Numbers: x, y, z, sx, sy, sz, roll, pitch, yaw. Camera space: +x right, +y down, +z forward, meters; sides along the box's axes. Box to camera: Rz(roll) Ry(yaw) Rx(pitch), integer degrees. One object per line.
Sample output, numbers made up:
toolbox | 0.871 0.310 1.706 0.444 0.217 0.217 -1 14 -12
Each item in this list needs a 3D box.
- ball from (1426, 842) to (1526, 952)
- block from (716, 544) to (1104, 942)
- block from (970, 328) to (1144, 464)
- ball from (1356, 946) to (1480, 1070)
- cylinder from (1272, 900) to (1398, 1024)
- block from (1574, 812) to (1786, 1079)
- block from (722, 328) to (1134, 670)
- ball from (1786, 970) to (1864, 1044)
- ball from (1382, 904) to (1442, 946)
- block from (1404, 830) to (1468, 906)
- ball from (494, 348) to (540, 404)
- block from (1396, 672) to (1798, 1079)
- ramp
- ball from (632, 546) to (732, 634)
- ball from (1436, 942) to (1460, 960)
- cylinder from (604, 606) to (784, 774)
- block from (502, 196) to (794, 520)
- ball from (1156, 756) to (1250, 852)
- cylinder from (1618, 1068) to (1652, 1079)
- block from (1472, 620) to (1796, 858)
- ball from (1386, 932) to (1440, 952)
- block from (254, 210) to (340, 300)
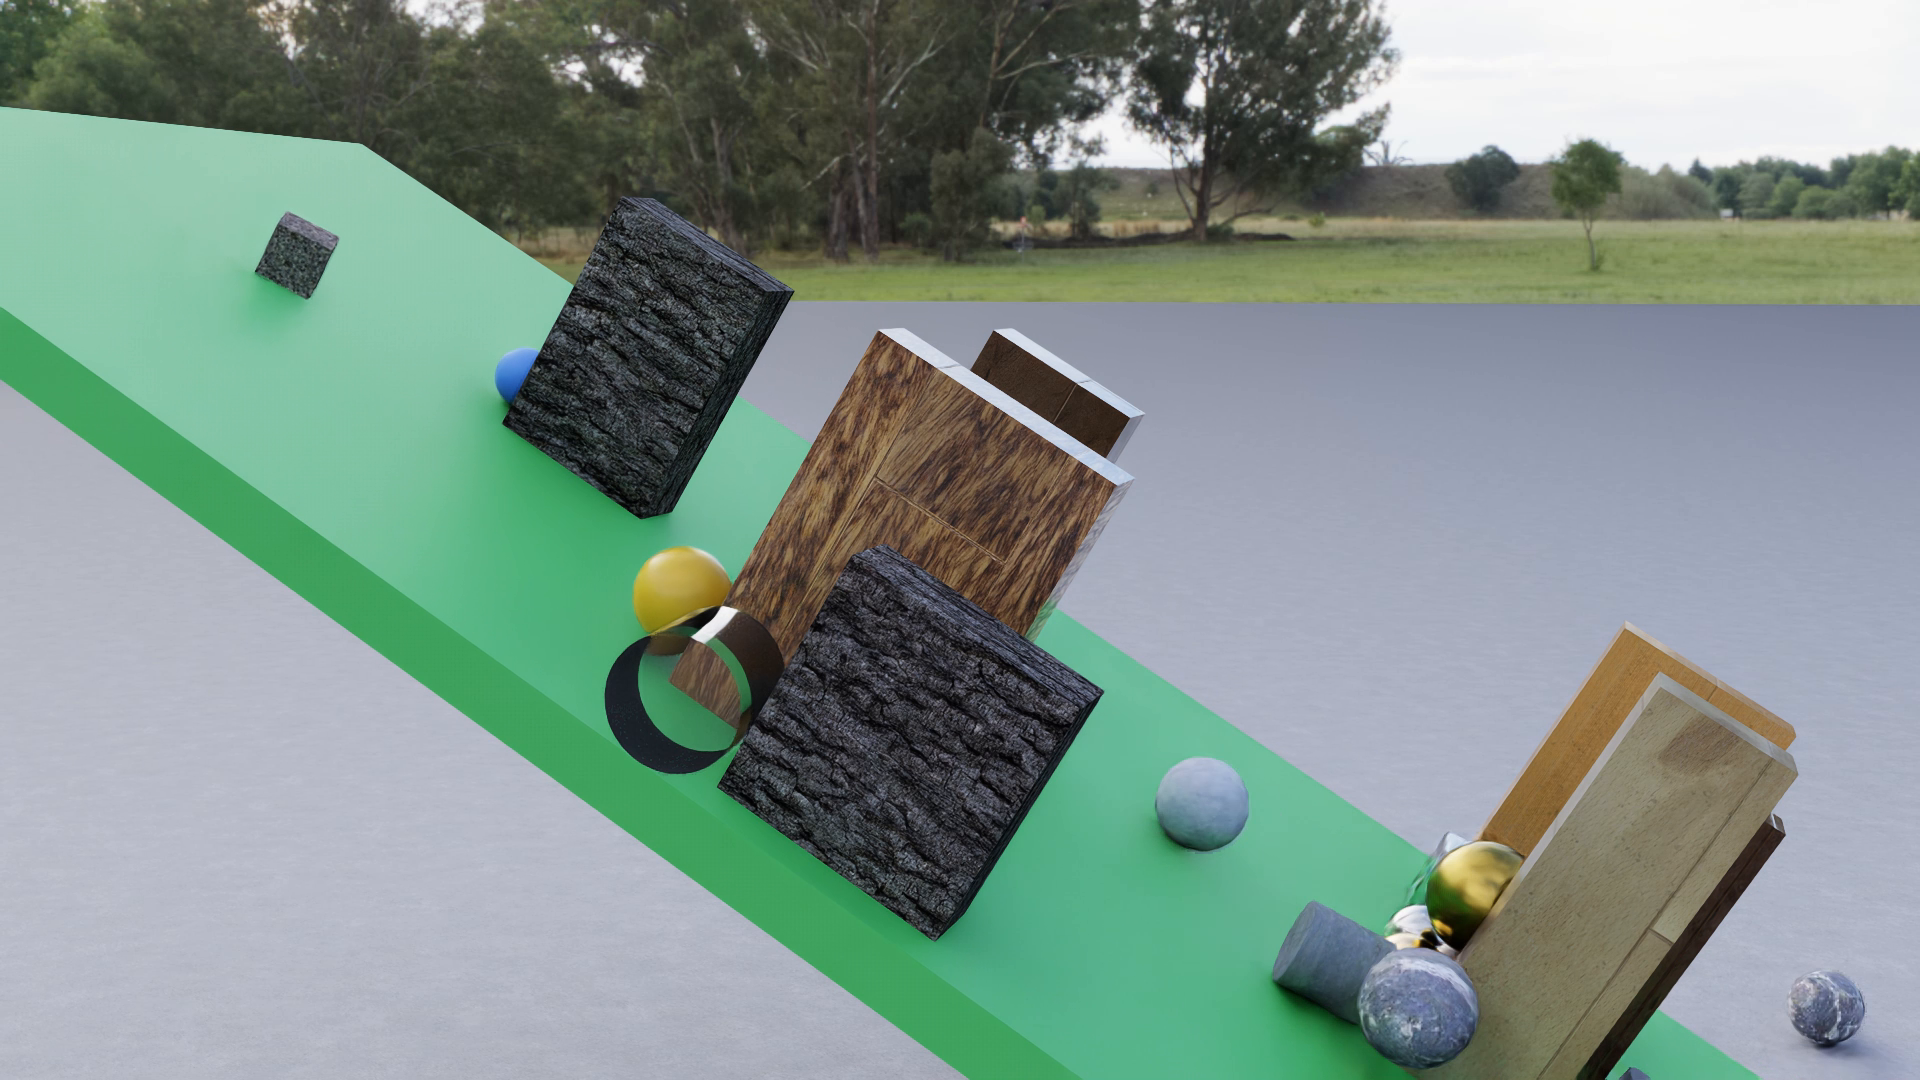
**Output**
ball | 0.917 0.629 3.839 0.205 0.205 0.205 0 7 0
block | -0.074 0.291 3.206 0.393 0.411 0.145 34 15 11
block | 0.093 -0.120 4.614 0.337 0.546 0.142 34 15 11
ball | 0.733 0.749 3.523 0.191 0.191 0.191 0 7 0
cylinder | 0.630 0.711 3.701 0.153 0.153 0.153 28 9 1
block | 1.187 0.682 3.994 0.290 0.612 0.120 34 15 11
block | -0.086 0.058 3.484 0.443 0.644 0.125 34 15 11
ball | 2.085 1.125 5.300 0.176 0.176 0.176 0 7 0
ball | 0.852 0.744 4.074 0.137 0.137 0.137 0 7 0
block | 1.011 0.711 4.463 0.152 0.152 0.152 33 15 8
ball | -0.843 -0.315 4.265 0.117 0.117 0.117 0 7 0
block | 1.036 0.611 3.616 0.246 0.772 0.143 34 15 11
ramp | -0.162 0.268 4.117 4.000 0.100 2.000 34 15 11
ball | -0.454 0.091 3.600 0.164 0.164 0.164 0 7 0
ball | 0.909 0.797 3.938 0.173 0.173 0.173 0 7 0
cylinder | -0.387 0.218 3.235 0.207 0.207 0.207 2 9 13
block | -0.585 -0.341 4.114 0.332 0.493 0.139 34 15 11
ball | 0.447 0.486 4.053 0.173 0.173 0.173 0 7 0
cylinder | 1.155 1.003 3.788 0.130 0.130 0.130 38 16 -13
block | 1.326 0.564 4.487 0.385 0.697 0.105 34 15 11
ball | 0.779 0.762 3.848 0.148 0.148 0.148 0 7 0
block | -1.267 -0.545 4.204 0.109 0.109 0.109 26 15 -16
